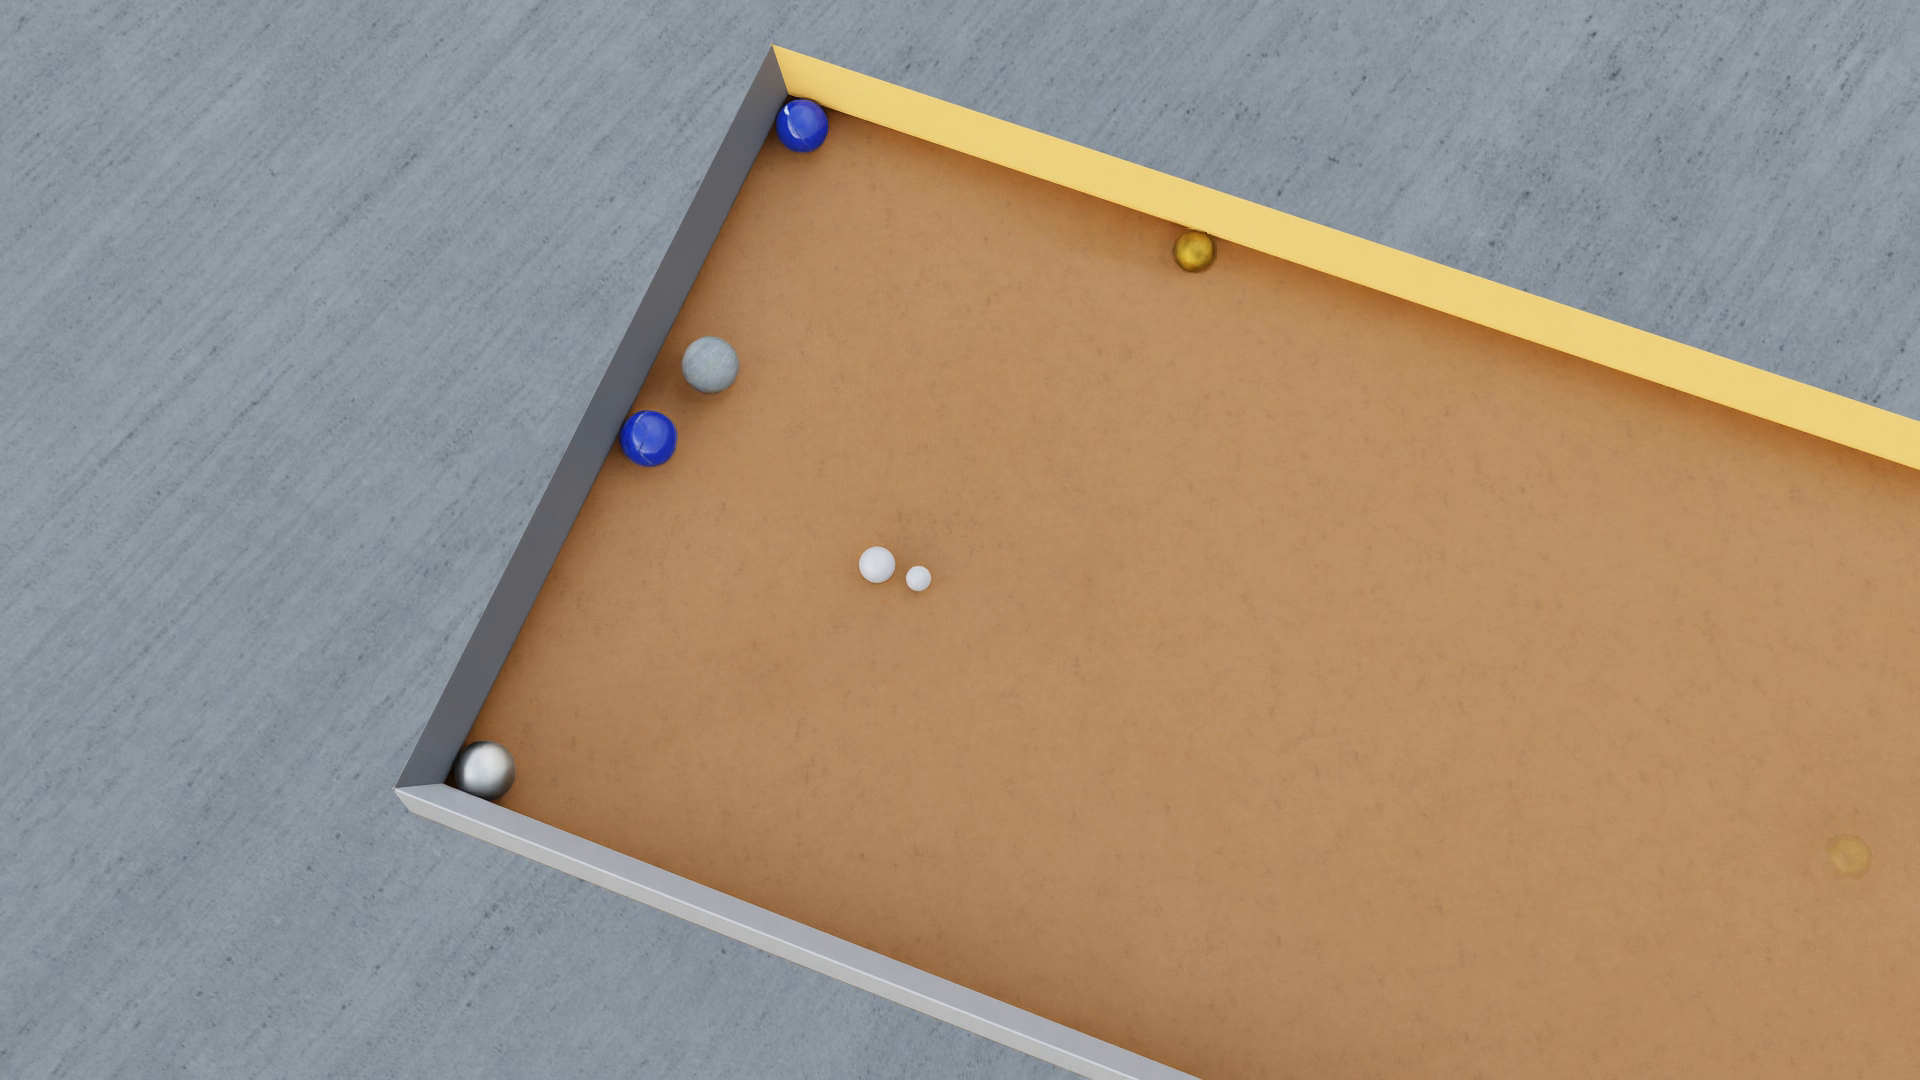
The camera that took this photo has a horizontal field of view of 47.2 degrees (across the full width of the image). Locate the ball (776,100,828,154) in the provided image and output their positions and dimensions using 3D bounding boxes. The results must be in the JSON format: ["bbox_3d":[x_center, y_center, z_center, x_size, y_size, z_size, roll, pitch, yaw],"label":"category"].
[{"bbox_3d":[-0.273,-0.716,3.803,0.092,0.092,0.092,0,67,0],"label":"ball"}]

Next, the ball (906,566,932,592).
[{"bbox_3d":[-0.066,0.061,3.502,0.040,0.040,0.040,0,67,0],"label":"ball"}]

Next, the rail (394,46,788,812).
[{"bbox_3d":[-0.561,-0.210,3.572,0.045,0.122,1.425,20,68,8],"label":"rail"}]

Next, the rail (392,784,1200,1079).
[{"bbox_3d":[0.333,0.791,3.147,2.503,0.122,0.045,20,68,8],"label":"rail"}]

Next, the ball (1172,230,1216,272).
[{"bbox_3d":[0.396,-0.488,3.718,0.072,0.072,0.072,0,67,0],"label":"ball"}]

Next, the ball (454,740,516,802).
[{"bbox_3d":[-0.724,0.352,3.350,0.093,0.093,0.093,0,67,0],"label":"ball"}]

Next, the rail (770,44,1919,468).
[{"bbox_3d":[0.833,-0.391,3.648,2.503,0.122,0.045,20,68,8],"label":"rail"}]

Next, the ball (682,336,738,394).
[{"bbox_3d":[-0.412,-0.288,3.621,0.094,0.094,0.094,0,67,0],"label":"ball"}]

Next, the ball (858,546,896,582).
[{"bbox_3d":[-0.132,0.039,3.502,0.058,0.058,0.058,0,67,0],"label":"ball"}]

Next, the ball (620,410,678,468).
[{"bbox_3d":[-0.506,-0.164,3.569,0.093,0.093,0.093,0,67,0],"label":"ball"}]
